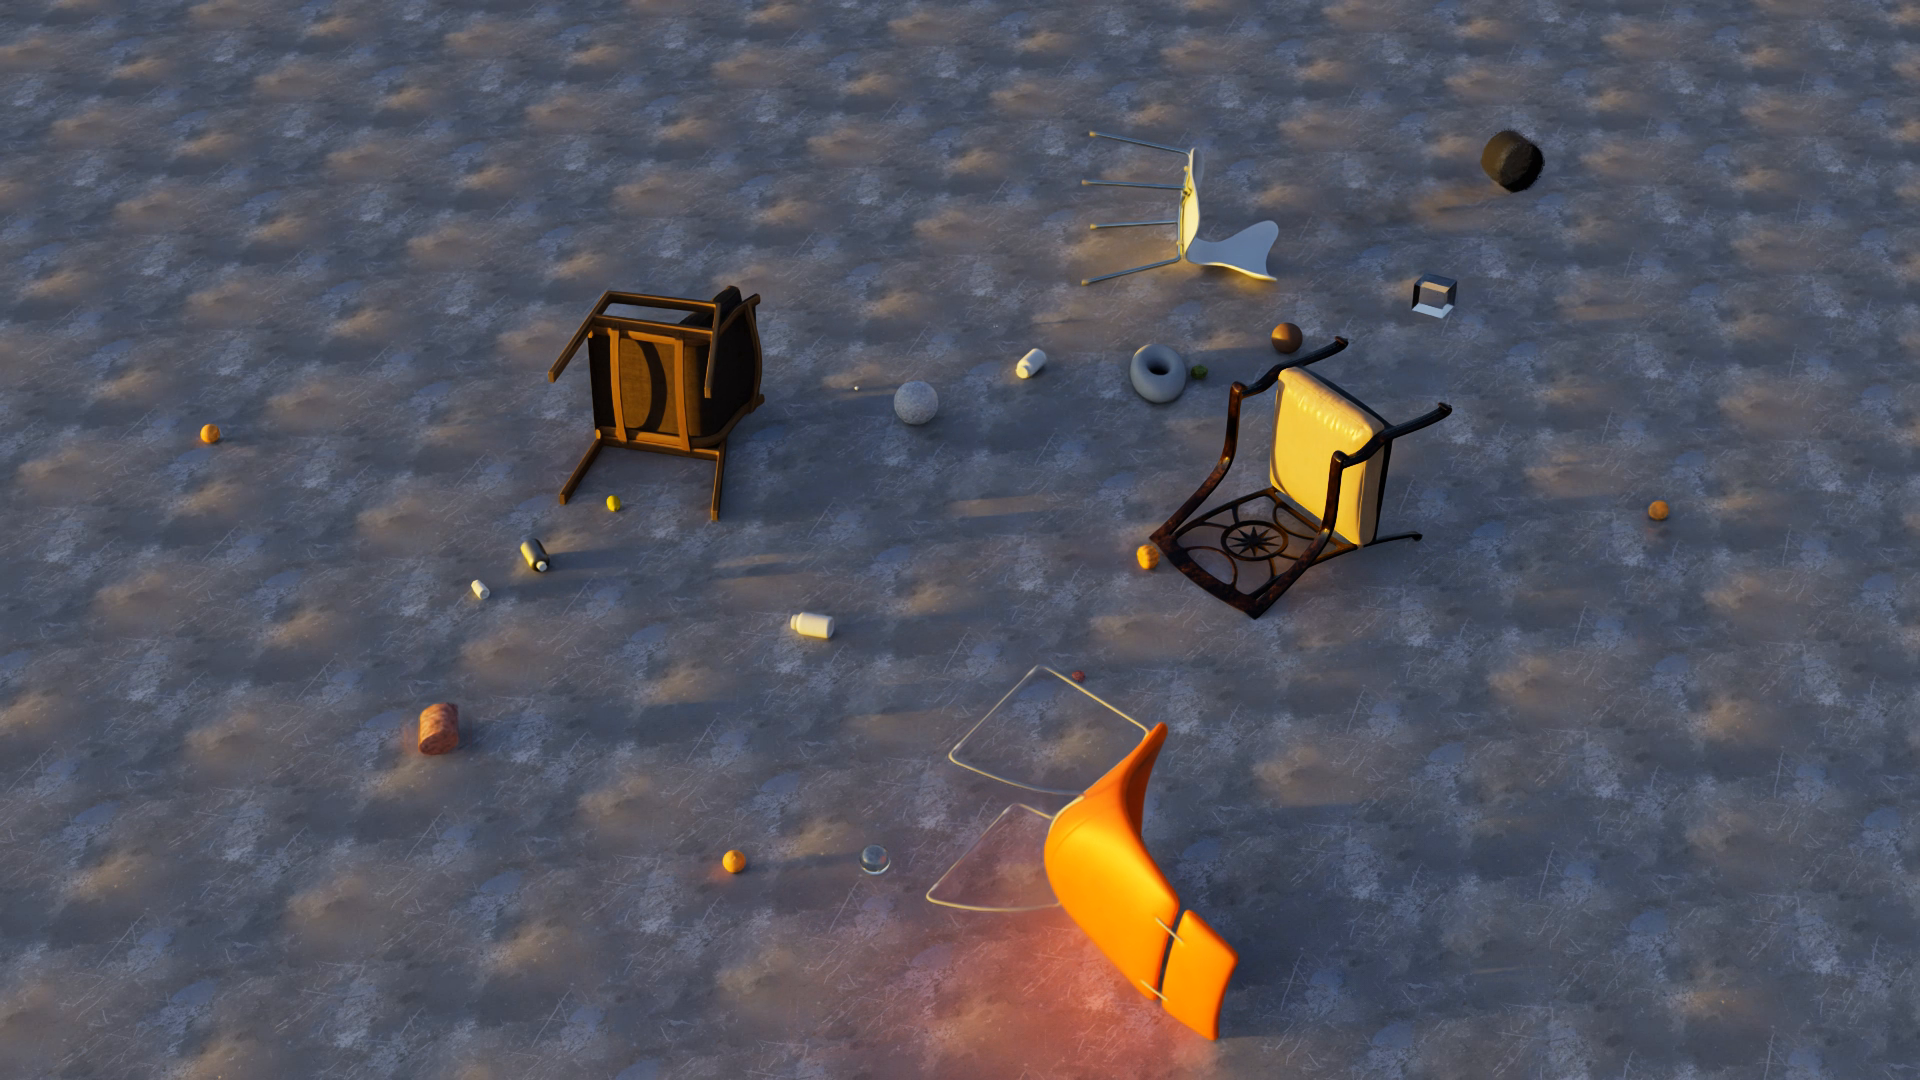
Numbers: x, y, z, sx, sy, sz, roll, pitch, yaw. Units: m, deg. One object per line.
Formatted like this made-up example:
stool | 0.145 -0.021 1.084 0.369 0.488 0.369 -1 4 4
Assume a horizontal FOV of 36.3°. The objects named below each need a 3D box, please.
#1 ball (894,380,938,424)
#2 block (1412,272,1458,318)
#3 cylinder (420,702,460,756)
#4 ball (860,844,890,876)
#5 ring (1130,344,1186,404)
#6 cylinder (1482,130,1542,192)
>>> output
ball | -0.173 -0.545 11.610 0.177 0.177 0.177 0 33 0
block | 2.007 -1.035 12.405 0.141 0.122 0.128 19 38 26
cylinder | -1.756 0.636 9.891 0.138 0.088 0.163 -22 34 5
ball | -0.270 1.015 9.314 0.099 0.099 0.099 0 33 0
ring | 0.803 -0.676 11.877 0.226 0.105 0.399 1 33 -1
cylinder | 2.513 -1.725 13.349 0.220 0.235 0.160 -4 32 -26
